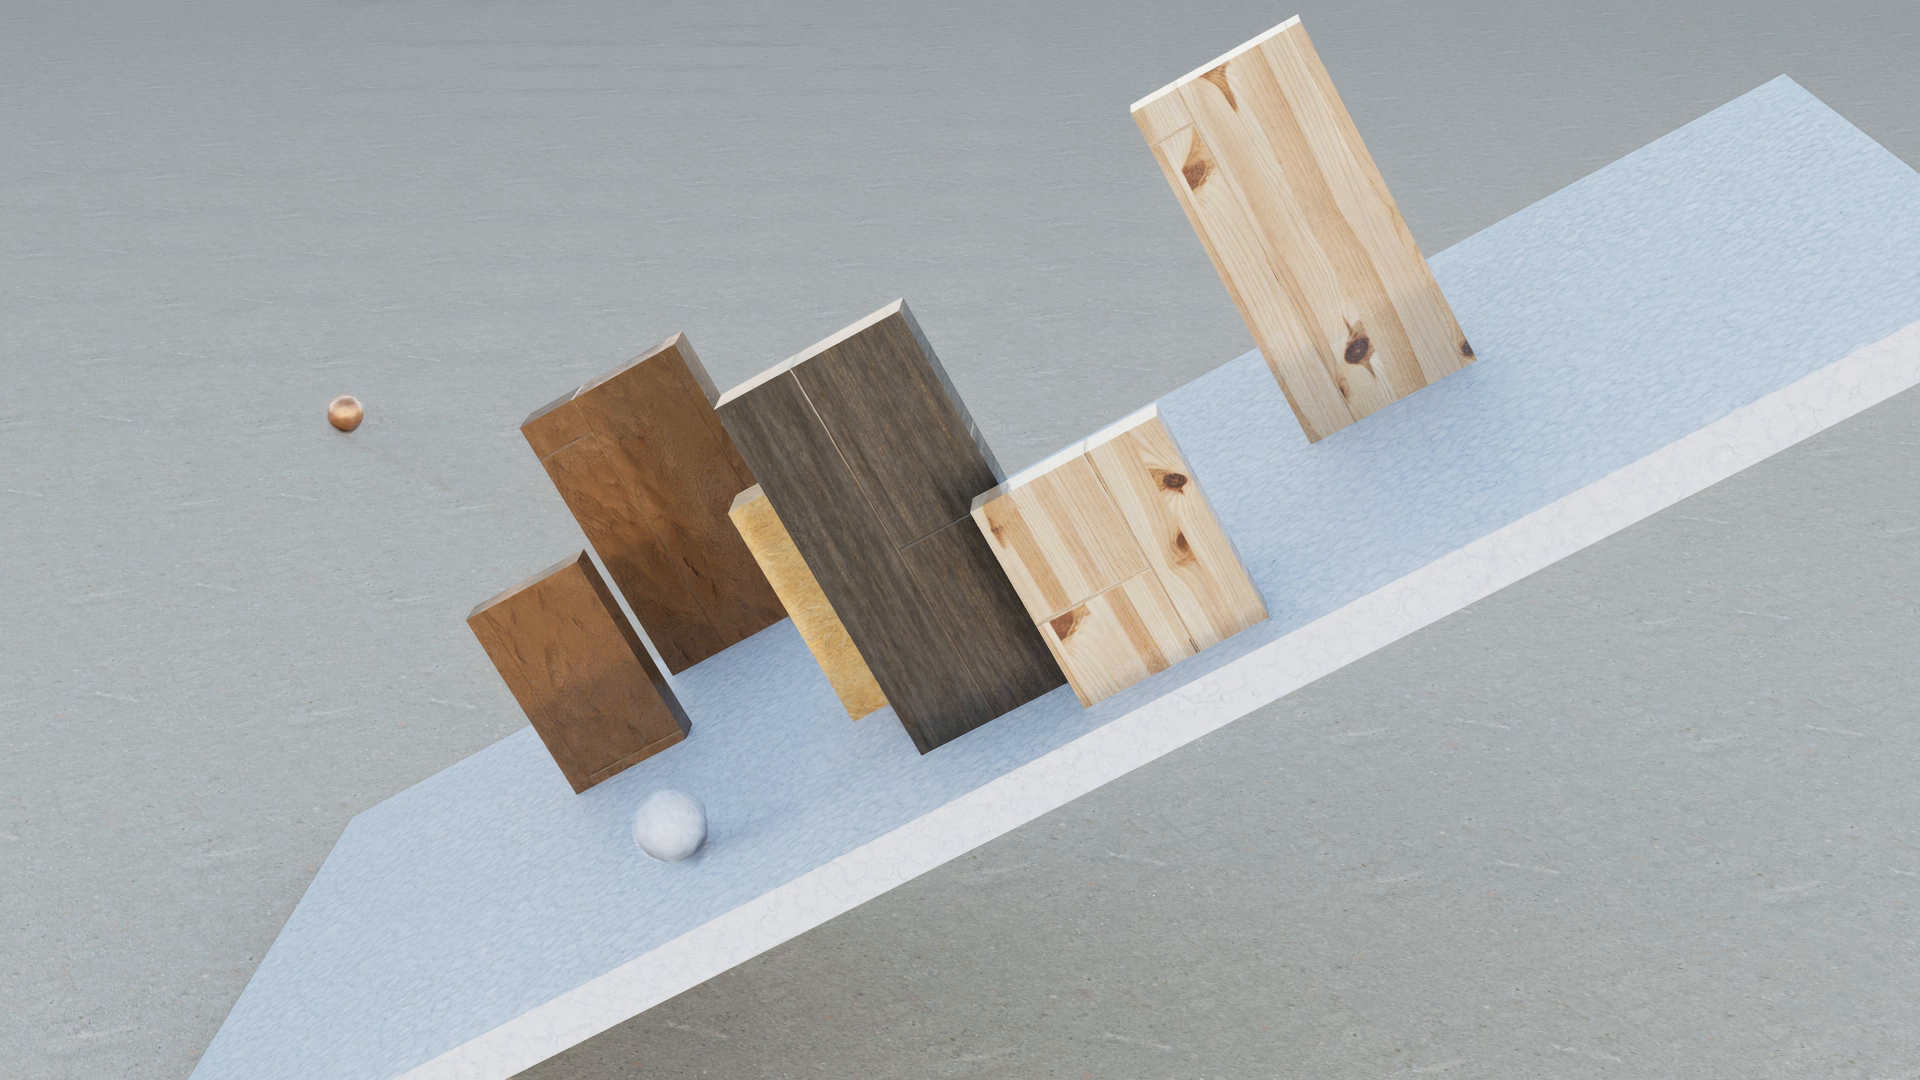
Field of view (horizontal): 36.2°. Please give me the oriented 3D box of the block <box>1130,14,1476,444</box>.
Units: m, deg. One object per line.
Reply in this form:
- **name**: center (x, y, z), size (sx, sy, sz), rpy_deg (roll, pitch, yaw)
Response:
- **block**: center (0.710, -0.633, 6.062), size (0.383, 0.795, 0.097), rpy_deg (-27, 14, 11)

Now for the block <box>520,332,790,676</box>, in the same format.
- **block**: center (-0.684, -0.085, 7.126), size (0.434, 0.716, 0.132), rpy_deg (-27, 14, 11)

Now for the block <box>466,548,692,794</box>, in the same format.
- **block**: center (-0.858, 0.299, 6.645), size (0.293, 0.477, 0.094), rpy_deg (-27, 14, 11)

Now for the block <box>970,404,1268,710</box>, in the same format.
- **block**: center (0.292, 0.032, 5.360), size (0.380, 0.432, 0.087), rpy_deg (-27, 14, 11)

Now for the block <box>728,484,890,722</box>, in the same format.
- **block**: center (-0.223, 0.081, 6.056), size (0.270, 0.513, 0.131), rpy_deg (-27, 14, 11)

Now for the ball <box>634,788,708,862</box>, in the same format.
- **ball**: center (-0.575, 0.566, 5.842), size (0.146, 0.146, 0.146), rpy_deg (0, 18, 0)

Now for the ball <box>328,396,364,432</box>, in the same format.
- **ball**: center (-2.378, -0.488, 11.382), size (0.138, 0.138, 0.138), rpy_deg (0, 18, 0)

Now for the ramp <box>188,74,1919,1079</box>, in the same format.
- **ramp**: center (0.142, 0.167, 6.283), size (4.000, 0.100, 2.000), rpy_deg (-27, 14, 11)

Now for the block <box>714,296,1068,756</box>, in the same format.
- **block**: center (-0.090, -0.019, 5.576), size (0.396, 0.785, 0.107), rpy_deg (-27, 14, 11)
